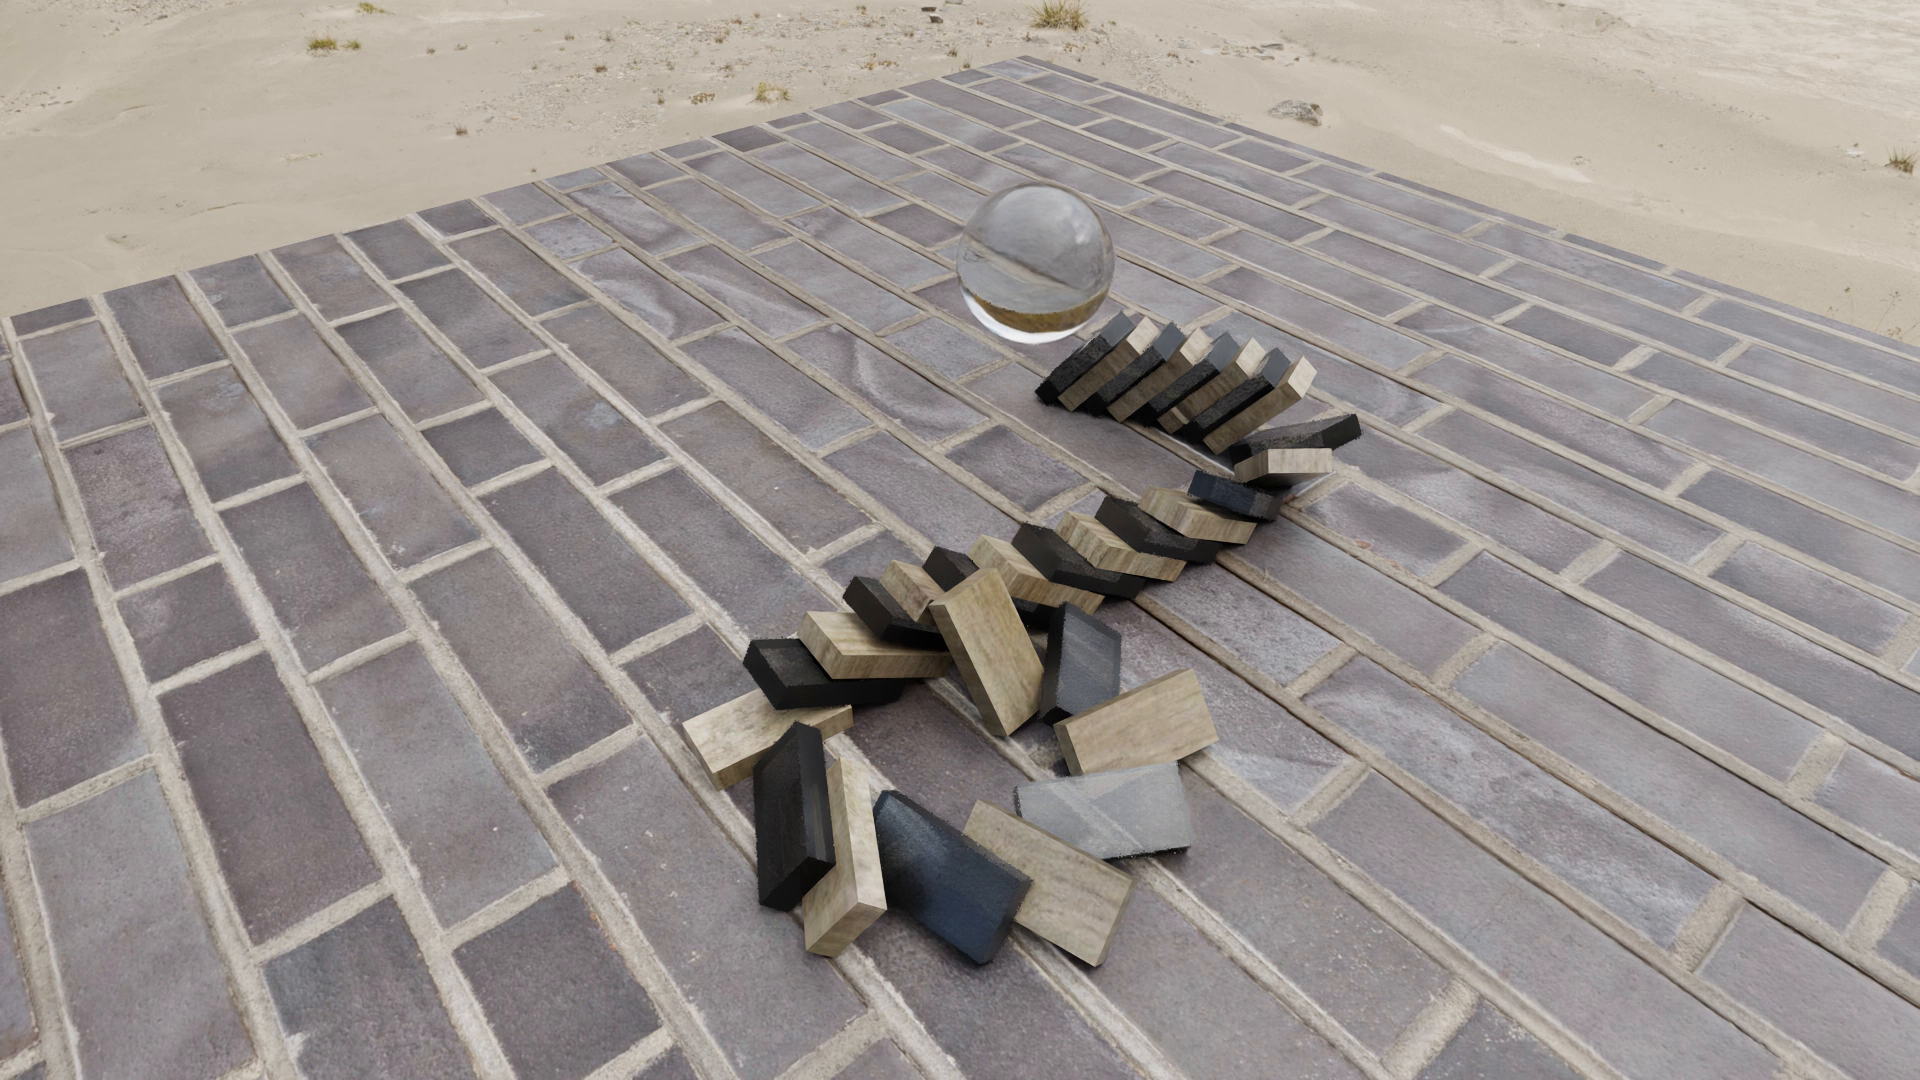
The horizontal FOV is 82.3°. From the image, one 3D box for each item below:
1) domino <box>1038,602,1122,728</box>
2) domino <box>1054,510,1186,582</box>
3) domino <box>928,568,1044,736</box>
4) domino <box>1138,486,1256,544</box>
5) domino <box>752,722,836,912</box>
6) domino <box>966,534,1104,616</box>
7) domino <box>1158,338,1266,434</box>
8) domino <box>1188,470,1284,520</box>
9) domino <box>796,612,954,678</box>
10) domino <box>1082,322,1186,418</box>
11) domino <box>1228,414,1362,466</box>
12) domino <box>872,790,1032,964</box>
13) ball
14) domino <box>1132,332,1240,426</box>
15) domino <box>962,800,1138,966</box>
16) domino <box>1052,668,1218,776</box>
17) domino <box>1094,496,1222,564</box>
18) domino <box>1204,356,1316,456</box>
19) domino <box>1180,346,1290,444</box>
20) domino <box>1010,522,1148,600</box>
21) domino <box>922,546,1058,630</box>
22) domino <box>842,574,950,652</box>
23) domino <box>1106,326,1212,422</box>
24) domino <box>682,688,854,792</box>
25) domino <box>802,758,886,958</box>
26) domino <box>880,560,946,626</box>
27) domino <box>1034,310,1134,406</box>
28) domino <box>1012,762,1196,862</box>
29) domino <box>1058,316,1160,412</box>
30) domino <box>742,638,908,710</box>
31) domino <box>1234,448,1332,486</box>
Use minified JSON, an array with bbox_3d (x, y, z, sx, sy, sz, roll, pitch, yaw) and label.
[{"bbox_3d":[0.042,0.046,0.377,0.025,0.010,0.050,31,37,-15],"label":"domino"},{"bbox_3d":[0.062,0.003,0.420,0.050,0.010,0.025,10,25,-44],"label":"domino"},{"bbox_3d":[0.011,0.037,0.369,0.025,0.050,0.009,-34,15,-34],"label":"domino"},{"bbox_3d":[0.095,-0.010,0.436,0.025,0.009,0.050,35,19,35],"label":"domino"},{"bbox_3d":[-0.051,0.082,0.331,0.010,0.025,0.050,27,28,-30],"label":"domino"},{"bbox_3d":[0.029,0.013,0.405,0.050,0.009,0.025,16,22,-44],"label":"domino"},{"bbox_3d":[0.114,-0.070,0.500,0.009,0.050,0.025,46,47,-6],"label":"domino"},{"bbox_3d":[0.112,-0.018,0.444,0.025,0.010,0.050,24,10,26],"label":"domino"},{"bbox_3d":[-0.029,0.036,0.381,0.050,0.010,0.025,6,28,-44],"label":"domino"},{"bbox_3d":[0.080,-0.079,0.512,0.010,0.050,0.025,46,47,-6],"label":"domino"},{"bbox_3d":[0.143,-0.043,0.473,0.025,0.010,0.050,-25,11,-32],"label":"domino"},{"bbox_3d":[-0.007,0.095,0.315,0.050,0.009,0.025,26,89,28],"label":"domino"},{"bbox_3d":[0.038,-0.140,0.559,0.080,0.080,0.080,0,39,0],"label":"ball"},{"bbox_3d":[0.103,-0.073,0.504,0.009,0.050,0.025,46,49,-6],"label":"domino"},{"bbox_3d":[0.023,0.097,0.314,0.050,0.010,0.025,23,85,25],"label":"domino"},{"bbox_3d":[0.057,0.062,0.356,0.050,0.025,0.010,-20,-1,-22],"label":"domino"},{"bbox_3d":[0.078,-0.004,0.428,0.050,0.010,0.025,8,26,-45],"label":"domino"},{"bbox_3d":[0.132,-0.059,0.487,0.009,0.050,0.025,46,46,-6],"label":"domino"},{"bbox_3d":[0.123,-0.064,0.494,0.009,0.050,0.025,46,47,-6],"label":"domino"},{"bbox_3d":[0.045,0.008,0.413,0.050,0.010,0.025,13,24,-43],"label":"domino"},{"bbox_3d":[0.013,0.018,0.399,0.050,0.010,0.025,18,19,-43],"label":"domino"},{"bbox_3d":[-0.015,0.027,0.388,0.050,0.010,0.025,16,21,-47],"label":"domino"},{"bbox_3d":[0.092,-0.076,0.508,0.009,0.050,0.025,46,47,-6],"label":"domino"},{"bbox_3d":[-0.064,0.062,0.368,0.050,0.009,0.025,-23,45,-25],"label":"domino"},{"bbox_3d":[-0.036,0.091,0.320,0.009,0.025,0.050,27,28,-30],"label":"domino"},{"bbox_3d":[-0.002,0.022,0.392,0.050,0.009,0.025,17,20,-45],"label":"domino"},{"bbox_3d":[0.058,-0.085,0.520,0.009,0.050,0.025,46,47,-6],"label":"domino"},{"bbox_3d":[0.043,0.084,0.333,0.050,0.010,0.025,-6,67,-8],"label":"domino"},{"bbox_3d":[0.069,-0.082,0.515,0.010,0.050,0.025,46,46,-6],"label":"domino"},{"bbox_3d":[-0.045,0.044,0.372,0.050,0.009,0.025,3,30,-42],"label":"domino"},{"bbox_3d":[0.133,-0.030,0.455,0.025,0.010,0.050,-1,-3,-1],"label":"domino"}]
